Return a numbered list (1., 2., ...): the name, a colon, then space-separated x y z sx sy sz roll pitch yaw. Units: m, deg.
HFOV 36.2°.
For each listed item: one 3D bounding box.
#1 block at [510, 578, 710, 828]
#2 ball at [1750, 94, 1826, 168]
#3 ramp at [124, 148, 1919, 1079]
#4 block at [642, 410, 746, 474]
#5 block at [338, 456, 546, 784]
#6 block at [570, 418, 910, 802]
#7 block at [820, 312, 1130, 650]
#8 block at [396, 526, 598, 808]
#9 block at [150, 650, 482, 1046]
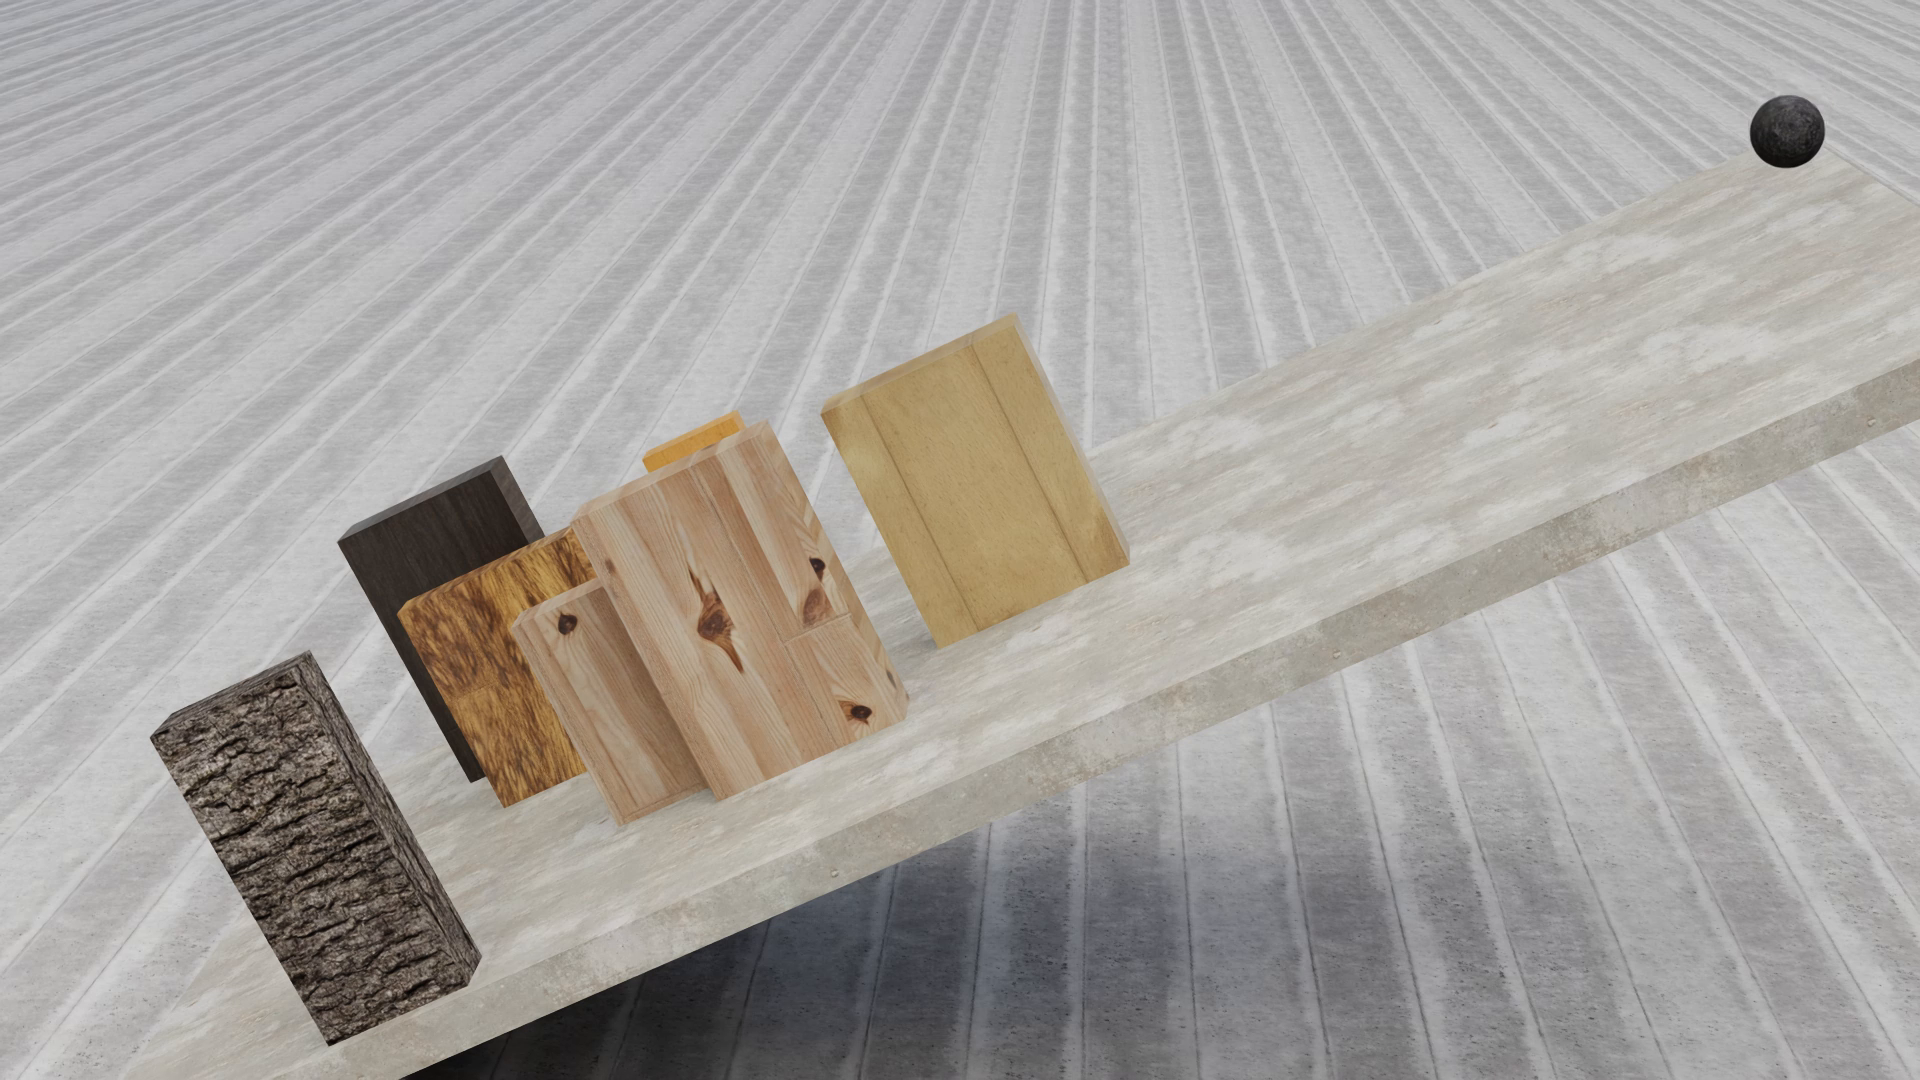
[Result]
1. block: -0.632 0.292 6.017 0.380 0.473 0.112 -24 13 9
2. ball: 1.704 -0.841 6.058 0.150 0.150 0.150 0 16 0
3. ramp: 0.137 0.168 6.282 4.000 0.100 2.000 -24 13 9
4. block: -0.552 -0.051 7.177 0.248 0.471 0.084 -24 13 9
5. block: -1.117 0.189 6.932 0.406 0.657 0.143 -24 13 9
6. block: -0.432 0.142 5.842 0.418 0.641 0.131 -24 13 9
7. block: 0.036 -0.122 6.136 0.441 0.560 0.135 -24 13 9
8. block: -0.941 0.284 6.570 0.427 0.504 0.100 -24 13 9
9. block: -1.207 0.583 5.540 0.302 0.685 0.135 -24 13 9
